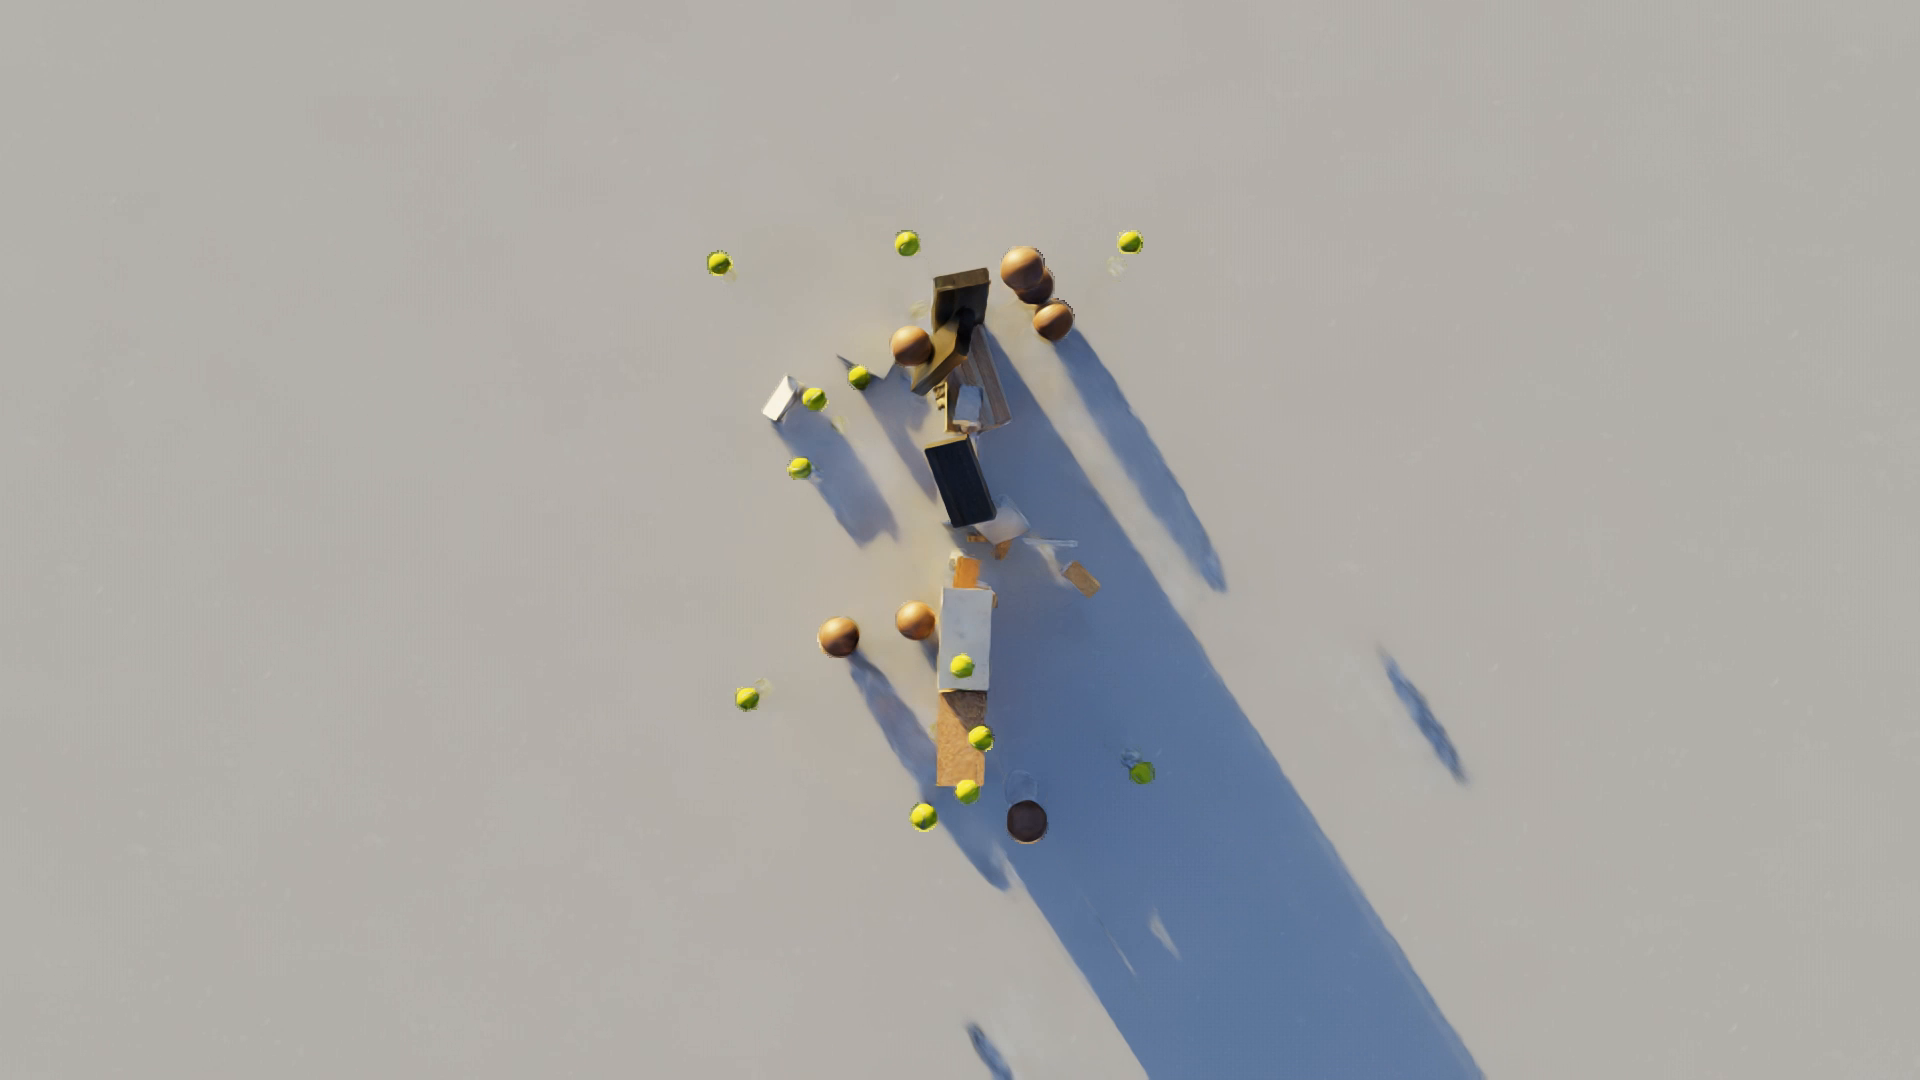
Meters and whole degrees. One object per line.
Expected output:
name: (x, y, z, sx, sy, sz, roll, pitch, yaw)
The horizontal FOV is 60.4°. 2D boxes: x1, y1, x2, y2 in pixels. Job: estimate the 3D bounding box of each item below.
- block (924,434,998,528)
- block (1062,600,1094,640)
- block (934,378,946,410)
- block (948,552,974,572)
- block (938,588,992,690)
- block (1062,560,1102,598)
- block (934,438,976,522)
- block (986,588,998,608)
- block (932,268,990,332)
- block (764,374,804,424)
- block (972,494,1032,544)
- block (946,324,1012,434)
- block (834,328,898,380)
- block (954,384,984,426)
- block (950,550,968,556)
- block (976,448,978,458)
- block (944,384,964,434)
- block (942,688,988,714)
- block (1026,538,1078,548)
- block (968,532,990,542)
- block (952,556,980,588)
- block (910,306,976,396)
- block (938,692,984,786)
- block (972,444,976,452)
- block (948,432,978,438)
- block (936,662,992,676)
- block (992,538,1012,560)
block: (0.003, -0.174, 4.922, 0.134, 0.038, 0.268, -12, 113, 20)
block: (0.390, 0.269, 5.492, 0.060, 0.017, 0.120, -26, 90, 0)
block: (-0.048, -0.534, 5.462, 0.094, 0.027, 0.188, -14, 83, 0)
block: (0.003, 0.077, 5.425, 0.075, 0.149, 0.021, 11, 74, 0)
block: (0.015, 0.299, 5.001, 0.152, 0.043, 0.303, 3, 90, -3)
block: (0.400, 0.129, 5.390, 0.120, 0.017, 0.060, 44, 123, 0)
block: (-0.010, -0.191, 5.218, 0.130, 0.037, 0.261, -2, 91, 1)
block: (0.029, 0.188, 5.175, 0.152, 0.303, 0.043, -3, 92, -3)
block: (-0.002, -0.747, 5.222, 0.166, 0.546, 0.047, -12, 83, -3)
block: (-0.586, -0.468, 5.467, 0.077, 0.022, 0.153, 33, 90, 41)
block: (0.123, -0.062, 5.204, 0.134, 0.437, 0.038, -21, 76, 8)
block: (0.042, -0.526, 5.408, 0.166, 0.047, 0.331, -18, 89, -25)
block: (-0.311, -0.618, 5.487, 0.188, 0.027, 0.094, 29, 90, 0)
block: (0.028, -0.432, 5.302, 0.076, 0.022, 0.153, 8, 52, 3)
block: (-0.004, 0.048, 5.443, 0.057, 0.113, 0.016, 1, 82, 0)
block: (-0.006, -0.268, 5.367, 0.131, 0.261, 0.037, 2, 86, 1)
block: (-0.008, -0.470, 5.417, 0.076, 0.022, 0.236, 6, 80, -21)
block: (0.013, 0.507, 5.196, 0.142, 0.284, 0.040, 0, 92, 0)
block: (0.299, 0.007, 5.411, 0.161, 0.060, 0.017, 5, 95, 22)
block: (0.082, -0.011, 5.471, 0.113, 0.057, 0.016, 0, 106, 0)
block: (0.017, 0.133, 5.338, 0.075, 0.021, 0.149, 11, 89, -3)
block: (-0.055, -0.595, 5.222, 0.047, 0.331, 0.166, 19, 66, -19)
block: (0.003, 0.605, 5.035, 0.142, 0.040, 0.284, 1, 91, 0)
block: (-0.017, -0.241, 5.064, 0.134, 0.268, 0.038, -3, 80, 1)
block: (-0.002, -0.426, 5.487, 0.094, 0.027, 0.188, -10, 90, 0)
block: (0.011, 0.393, 5.181, 0.152, 0.315, 0.043, 2, 90, -3)
block: (0.148, 0.013, 5.464, 0.016, 0.057, 0.113, 27, 83, -21)
